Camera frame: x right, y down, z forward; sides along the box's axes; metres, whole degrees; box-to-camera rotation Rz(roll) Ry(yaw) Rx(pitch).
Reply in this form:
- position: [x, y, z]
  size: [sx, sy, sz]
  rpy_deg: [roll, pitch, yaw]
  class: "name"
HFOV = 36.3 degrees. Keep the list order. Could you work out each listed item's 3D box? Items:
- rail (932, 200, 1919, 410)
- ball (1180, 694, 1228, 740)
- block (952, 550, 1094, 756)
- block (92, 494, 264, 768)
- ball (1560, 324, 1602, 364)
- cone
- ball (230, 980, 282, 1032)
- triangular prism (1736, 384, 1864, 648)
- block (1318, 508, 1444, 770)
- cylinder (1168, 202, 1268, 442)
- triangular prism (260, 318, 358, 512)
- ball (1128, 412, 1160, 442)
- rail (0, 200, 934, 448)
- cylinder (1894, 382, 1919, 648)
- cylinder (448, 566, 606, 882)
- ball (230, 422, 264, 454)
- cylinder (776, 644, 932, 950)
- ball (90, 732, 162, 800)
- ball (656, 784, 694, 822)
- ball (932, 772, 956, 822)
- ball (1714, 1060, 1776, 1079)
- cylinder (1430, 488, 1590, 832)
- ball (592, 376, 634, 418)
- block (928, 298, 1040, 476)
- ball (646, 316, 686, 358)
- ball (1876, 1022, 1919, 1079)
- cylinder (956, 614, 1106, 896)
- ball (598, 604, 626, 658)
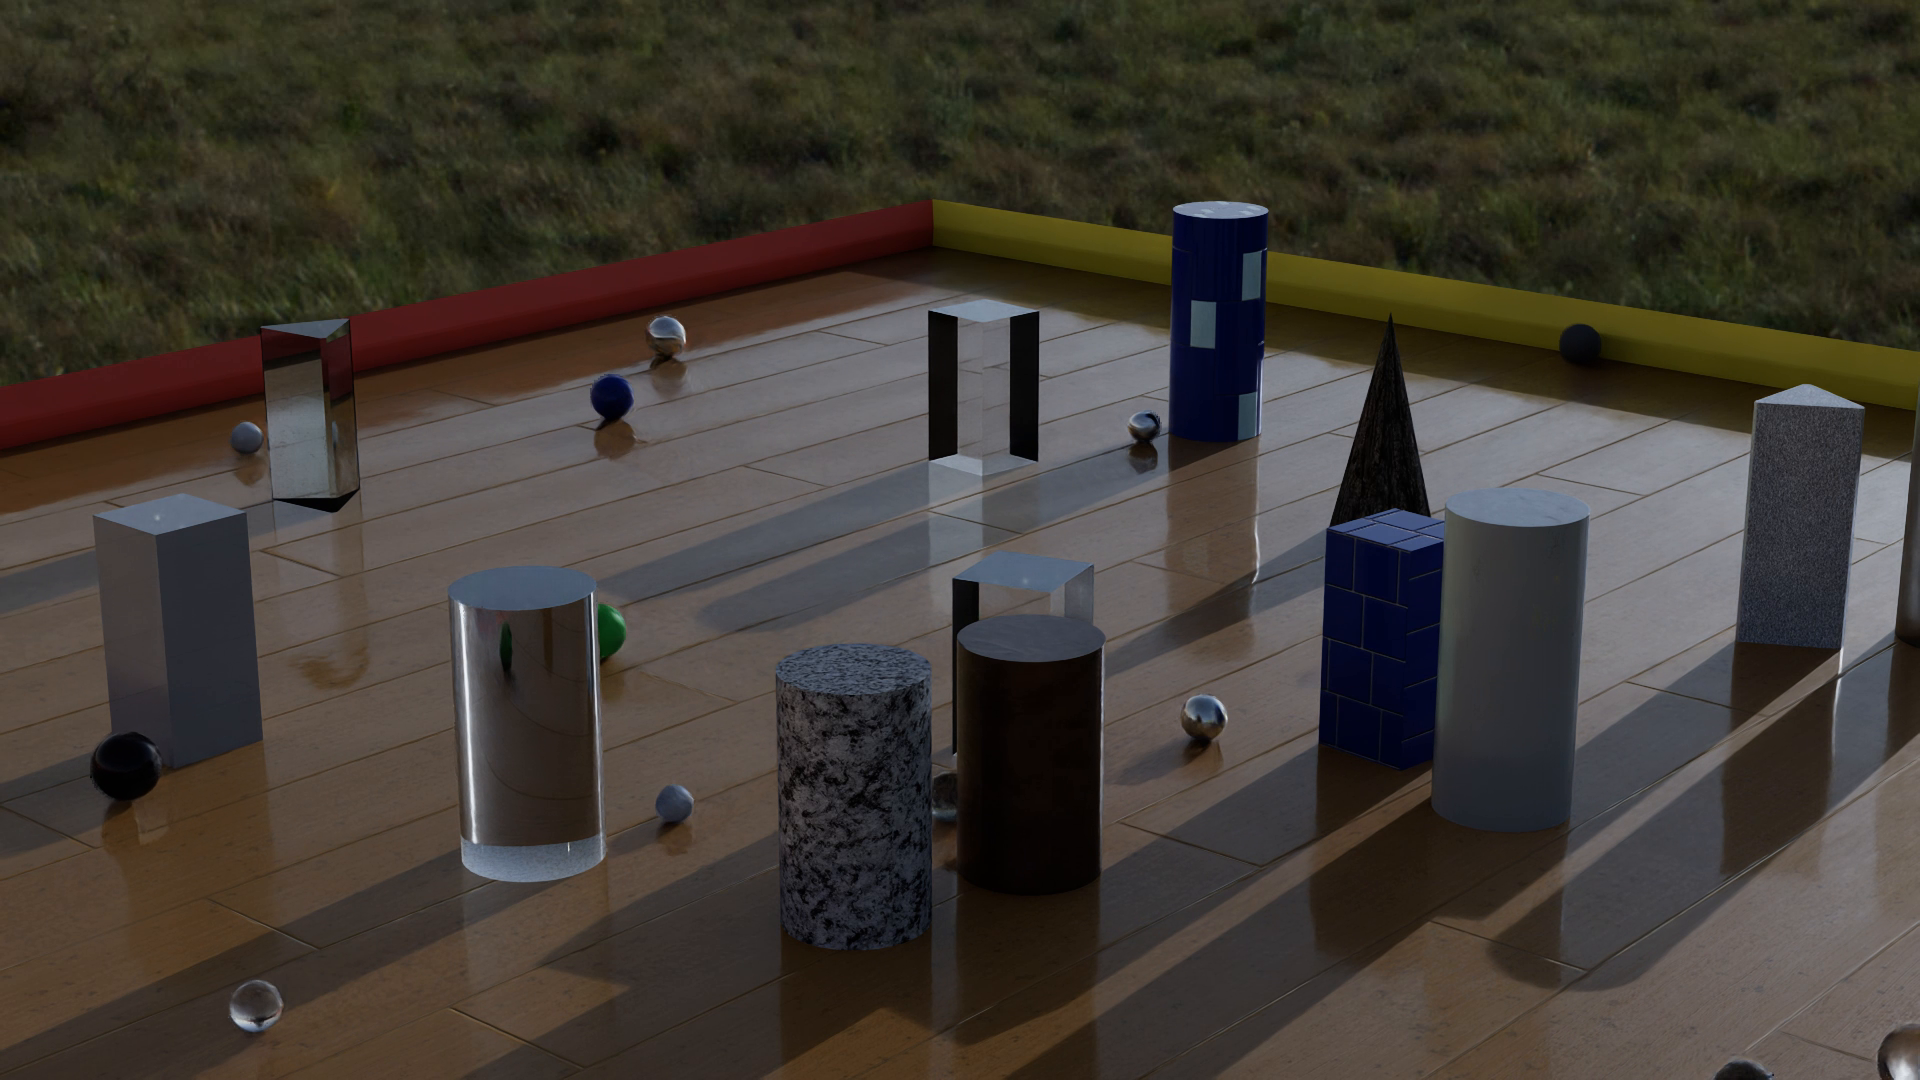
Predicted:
- position: [1.526, -0.475, 6.803]
  size: [4.290, 0.128, 0.045]
  rpy_deg: [14, 22, 39]
  class: "rail"
- position: [0.369, 0.268, 4.439]
  size: [0.071, 0.071, 0.071]
  rpy_deg: [0, 17, 0]
  class: "ball"
- position: [0.094, 0.179, 4.379]
  size: [0.158, 0.278, 0.158]
  rpy_deg: [8, 19, 25]
  class: "block"
- position: [-1.168, 0.133, 4.387]
  size: [0.158, 0.360, 0.158]
  rpy_deg: [14, 22, 39]
  class: "block"
- position: [1.439, -0.453, 6.794]
  size: [0.094, 0.094, 0.094]
  rpy_deg: [0, 17, 0]
  class: "ball"
- position: [0.790, -0.217, 5.440]
  size: [0.198, 0.423, 0.198]
  rpy_deg: [0, 17, 0]
  class: "cone"
- position: [-0.840, 0.556, 3.498]
  size: [0.062, 0.062, 0.062]
  rpy_deg: [0, 17, 0]
  class: "ball"
- position: [1.397, -0.043, 4.885]
  size: [0.171, 0.410, 0.148]
  rpy_deg: [4, 17, 13]
  class: "triangular prism"
- position: [0.654, 0.146, 4.380]
  size: [0.158, 0.339, 0.158]
  rpy_deg: [-15, 22, -40]
  class: "block"
- position: [0.541, -0.459, 6.158]
  size: [0.198, 0.473, 0.198]
  rpy_deg: [0, 17, 0]
  class: "cylinder"
- position: [-1.229, -0.248, 5.684]
  size: [0.171, 0.342, 0.148]
  rpy_deg: [11, 20, 33]
  class: "triangular prism"
- position: [0.384, -0.237, 6.129]
  size: [0.064, 0.064, 0.064]
  rpy_deg: [0, 17, 0]
  class: "ball"
- position: [-1.602, -0.369, 6.452]
  size: [0.045, 0.128, 4.704]
  rpy_deg: [14, 22, 39]
  class: "rail"
- position: [1.669, -0.065, 4.843]
  size: [0.198, 0.476, 0.198]
  rpy_deg: [0, 17, 0]
  class: "cylinder"
- position: [-0.584, 0.247, 3.970]
  size: [0.198, 0.383, 0.198]
  rpy_deg: [0, 17, 0]
  class: "cylinder"
- position: [-1.468, -0.209, 6.030]
  size: [0.067, 0.067, 0.067]
  rpy_deg: [0, 17, 0]
  class: "ball"
- position: [-0.135, 0.328, 3.768]
  size: [0.198, 0.344, 0.198]
  rpy_deg: [0, 17, 0]
  class: "cylinder"
- position: [-1.195, 0.324, 4.206]
  size: [0.099, 0.099, 0.099]
  rpy_deg: [0, 17, 0]
  class: "ball"
- position: [-0.402, 0.371, 4.129]
  size: [0.053, 0.053, 0.053]
  rpy_deg: [0, 17, 0]
  class: "ball"
- position: [-0.015, 0.362, 4.128]
  size: [0.071, 0.071, 0.071]
  rpy_deg: [0, 17, 0]
  class: "ball"
- position: [0.877, 0.618, 3.276]
  size: [0.073, 0.073, 0.073]
  rpy_deg: [0, 17, 0]
  class: "ball"
- position: [0.773, 0.167, 4.126]
  size: [0.198, 0.446, 0.198]
  rpy_deg: [0, 17, 0]
  class: "cylinder"
- position: [-0.747, -0.308, 6.312]
  size: [0.093, 0.093, 0.093]
  rpy_deg: [0, 17, 0]
  class: "ball"
- position: [0.048, -0.311, 5.939]
  size: [0.158, 0.315, 0.158]
  rpy_deg: [-15, 22, -41]
  class: "block"
- position: [-0.689, -0.476, 6.869]
  size: [0.095, 0.095, 0.095]
  rpy_deg: [0, 17, 0]
  class: "ball"
- position: [1.087, 0.594, 3.322]
  size: [0.092, 0.092, 0.092]
  rpy_deg: [0, 17, 0]
  class: "ball"
- position: [0.094, 0.286, 3.935]
  size: [0.198, 0.327, 0.198]
  rpy_deg: [0, 17, 0]
  class: "cylinder"
- position: [-0.591, 0.149, 4.807]
  size: [0.088, 0.088, 0.088]
  rpy_deg: [0, 17, 0]
  class: "ball"
